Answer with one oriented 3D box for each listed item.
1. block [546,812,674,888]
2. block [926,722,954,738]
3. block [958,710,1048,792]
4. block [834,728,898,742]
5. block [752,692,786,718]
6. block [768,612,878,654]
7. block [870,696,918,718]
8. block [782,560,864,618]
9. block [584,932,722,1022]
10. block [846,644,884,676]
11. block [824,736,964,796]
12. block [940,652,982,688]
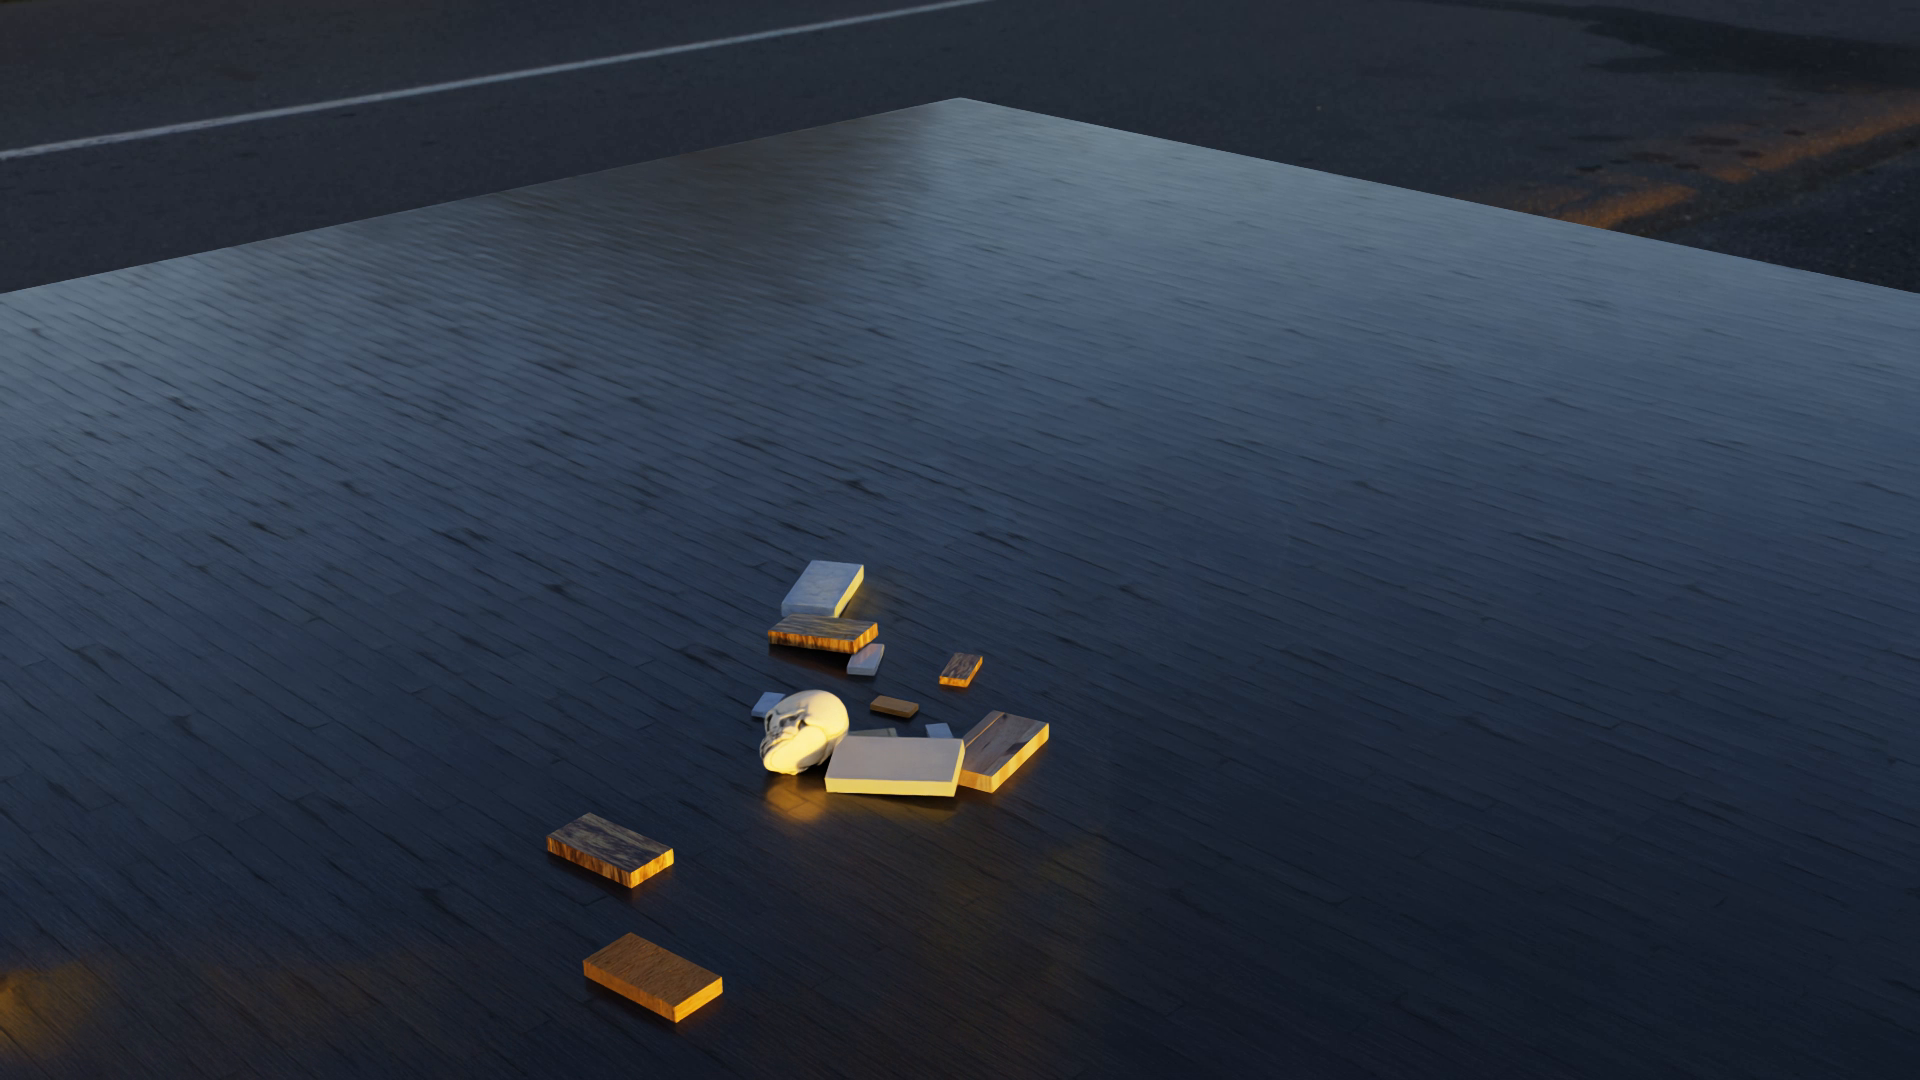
[{"bbox_3d":[-0.684,0.604,4.295,0.230,0.033,0.115,16,28,34],"label":"block"},{"bbox_3d":[-0.042,0.424,4.743,0.048,0.014,0.096,-5,23,-11],"label":"block"},{"bbox_3d":[0.069,0.446,4.661,0.134,0.038,0.267,12,26,25],"label":"block"},{"bbox_3d":[-0.200,0.432,4.720,0.132,0.018,0.065,-4,23,-9],"label":"block"},{"bbox_3d":[-0.425,0.366,4.881,0.047,0.013,0.094,5,24,13],"label":"block"},{"bbox_3d":[-0.322,0.219,5.177,0.230,0.033,0.115,6,23,26],"label":"block"},{"bbox_3d":[-0.145,0.369,4.873,0.096,0.014,0.048,11,25,24],"label":"block"},{"bbox_3d":[-0.337,0.124,5.419,0.134,0.038,0.267,5,23,12],"label":"block"},{"bbox_3d":[-0.545,0.773,3.897,0.230,0.033,0.115,17,28,35],"label":"block"},{"bbox_3d":[-0.218,0.275,5.088,0.065,0.018,0.130,3,23,7],"label":"block"},{"bbox_3d":[-0.134,0.467,4.551,0.267,0.038,0.134,1,36,12],"label":"block"},{"bbox_3d":[0.002,0.297,5.038,0.065,0.018,0.130,7,24,15],"label":"block"}]
